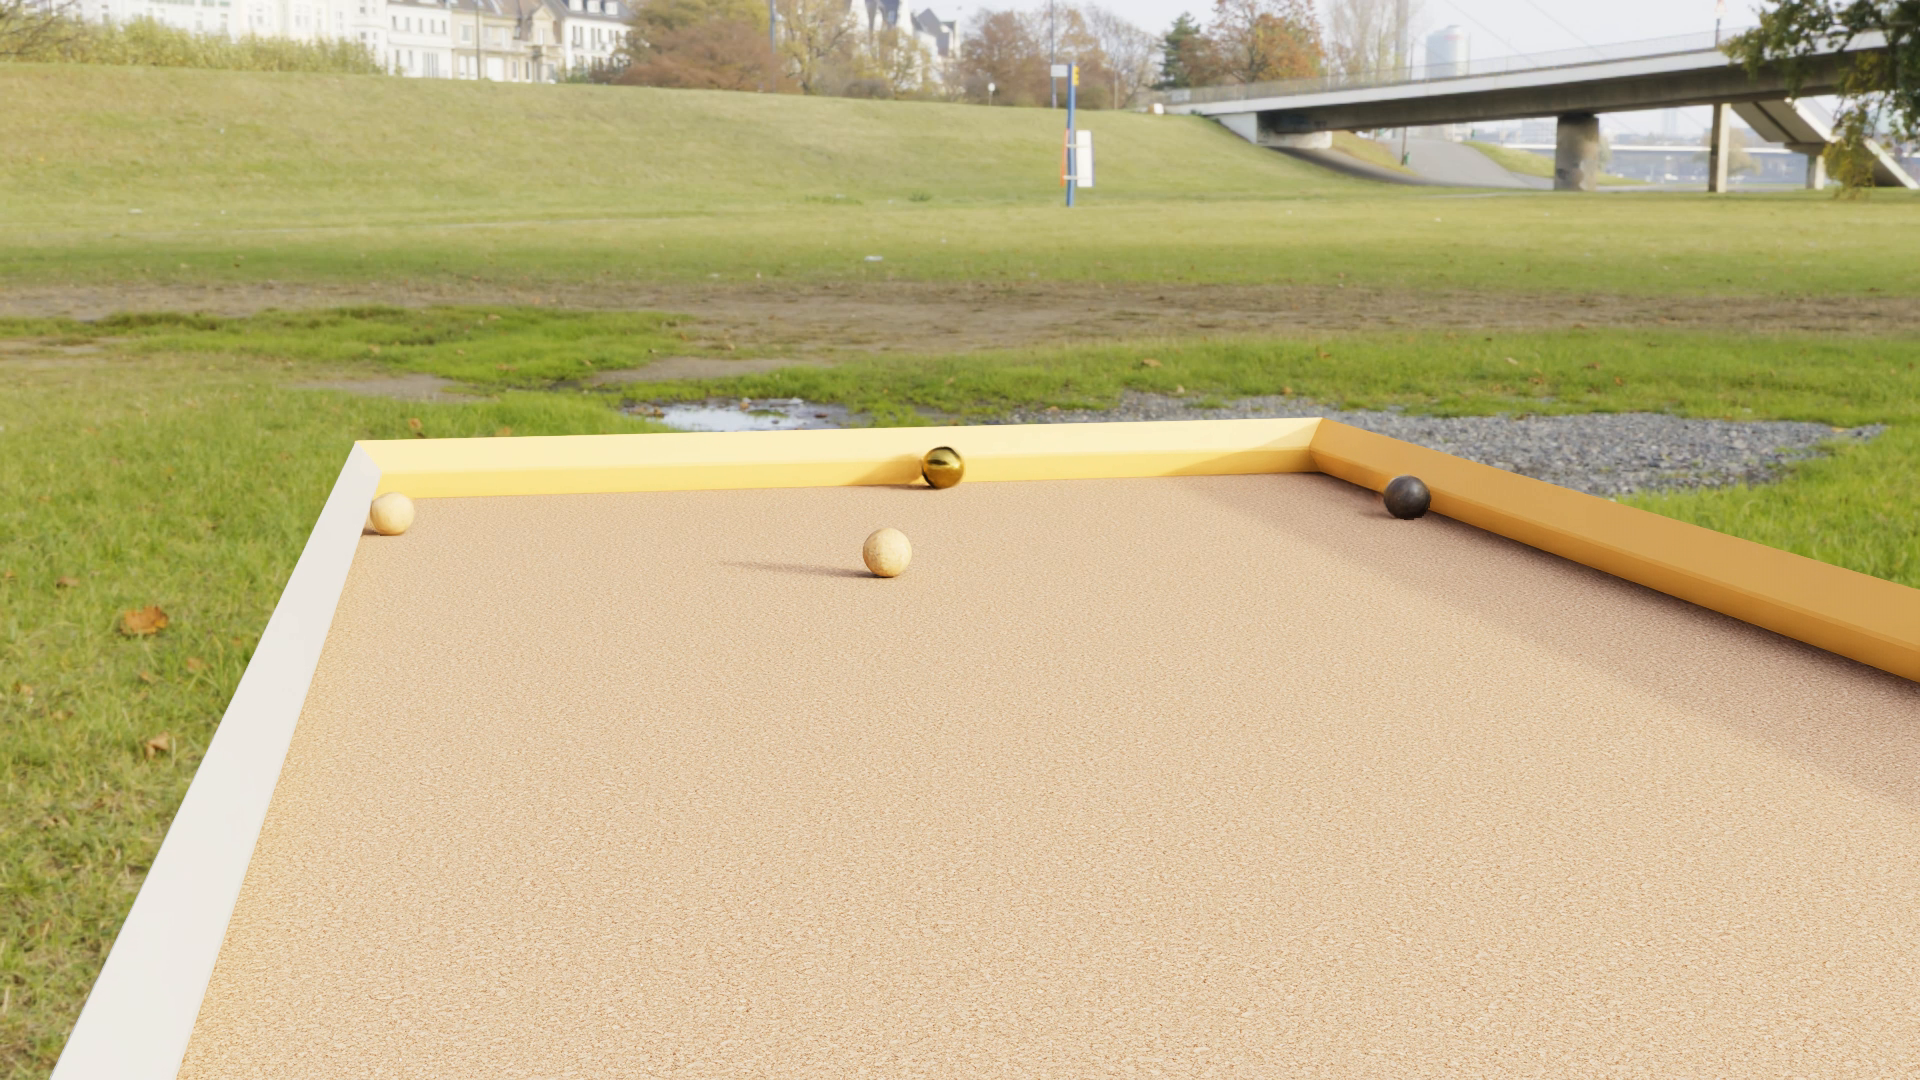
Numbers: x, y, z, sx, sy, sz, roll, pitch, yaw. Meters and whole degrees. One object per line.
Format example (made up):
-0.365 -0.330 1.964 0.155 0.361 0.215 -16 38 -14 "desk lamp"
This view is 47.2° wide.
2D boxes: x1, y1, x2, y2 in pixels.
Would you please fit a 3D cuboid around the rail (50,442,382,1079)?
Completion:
-0.693 0.158 2.251 0.045 0.105 3.562 -2 10 -12 "rail"

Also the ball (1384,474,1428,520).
0.759 -0.074 3.744 0.076 0.076 0.076 0 9 0 "ball"

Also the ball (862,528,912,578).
-0.106 0.018 3.201 0.072 0.072 0.072 0 9 0 "ball"

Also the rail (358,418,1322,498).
-0.181 -0.154 4.131 1.845 0.105 0.045 -2 10 -12 "rail"

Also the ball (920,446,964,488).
-0.032 -0.136 4.103 0.081 0.081 0.081 0 9 0 "ball"

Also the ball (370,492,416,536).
-0.922 -0.043 3.573 0.071 0.071 0.071 0 9 0 "ball"

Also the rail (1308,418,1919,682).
1.065 0.097 2.621 0.045 0.105 3.562 -2 10 -12 "rail"
